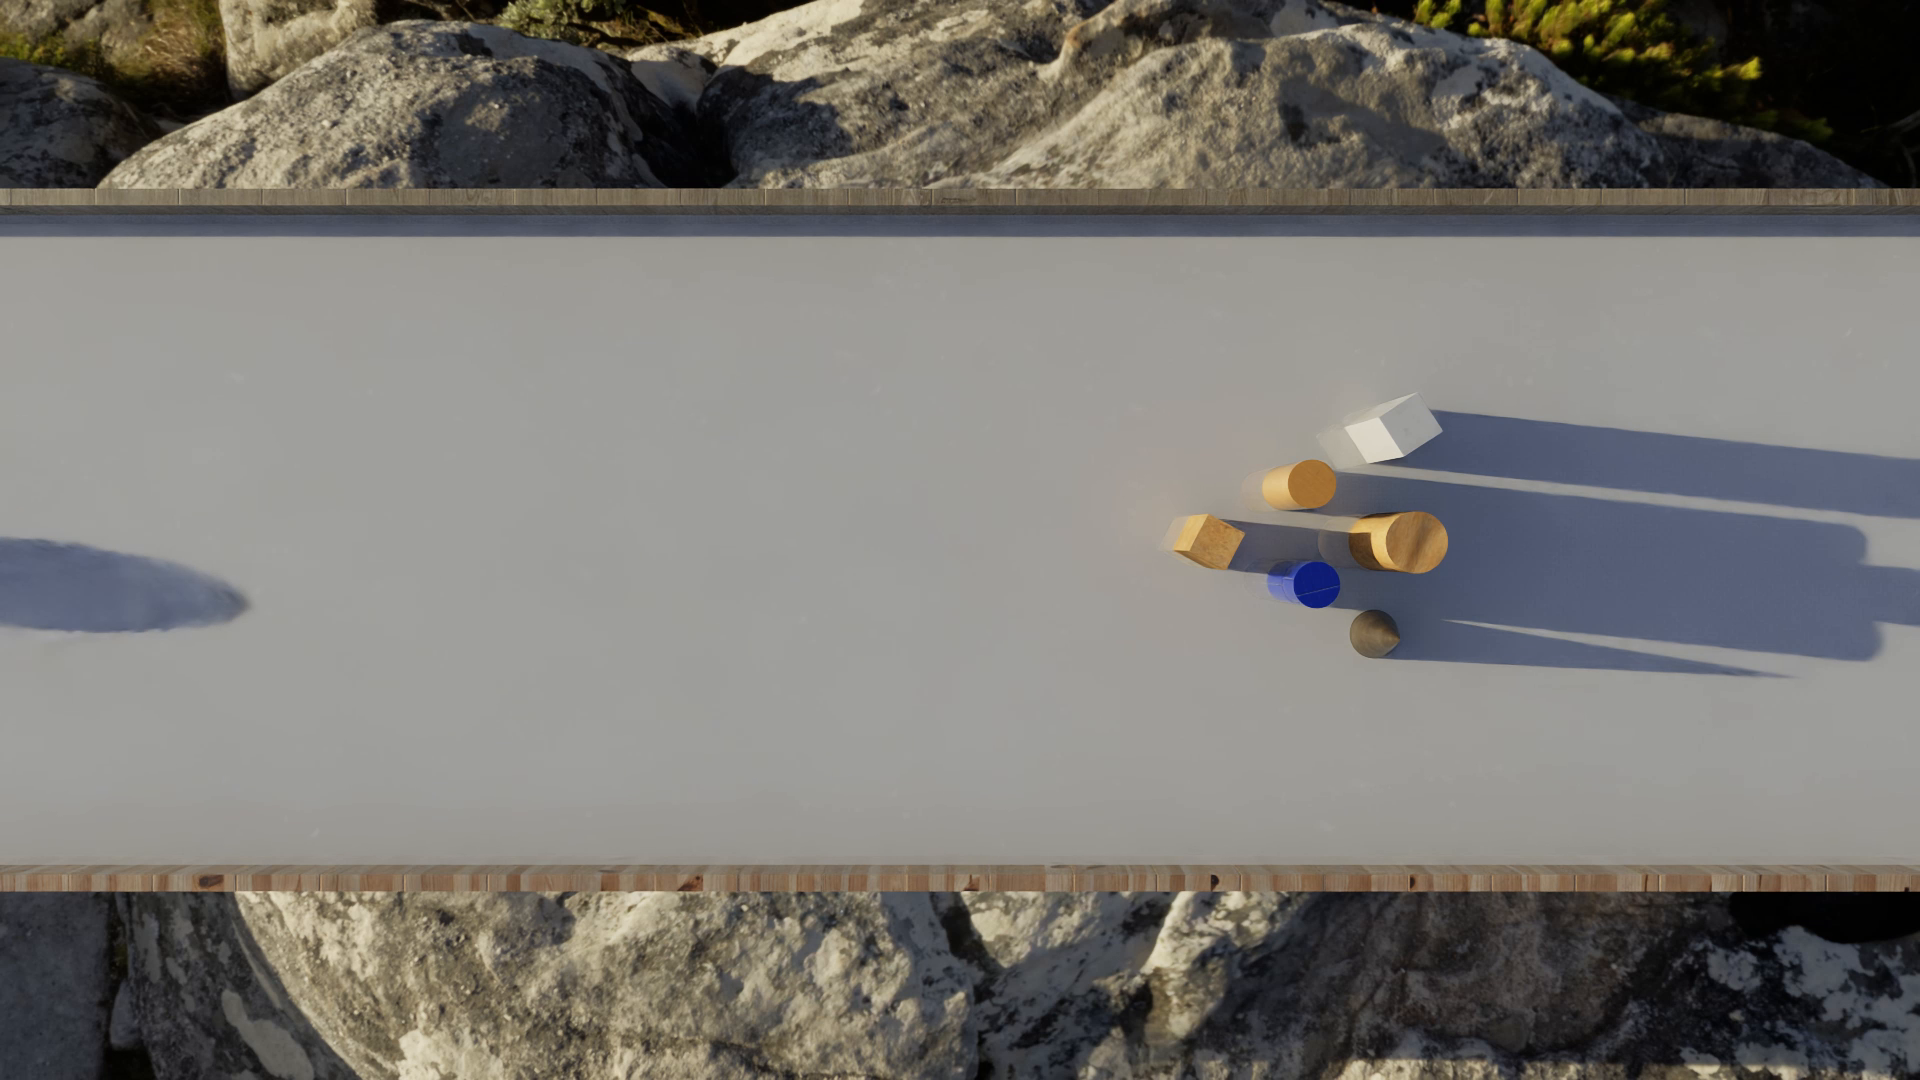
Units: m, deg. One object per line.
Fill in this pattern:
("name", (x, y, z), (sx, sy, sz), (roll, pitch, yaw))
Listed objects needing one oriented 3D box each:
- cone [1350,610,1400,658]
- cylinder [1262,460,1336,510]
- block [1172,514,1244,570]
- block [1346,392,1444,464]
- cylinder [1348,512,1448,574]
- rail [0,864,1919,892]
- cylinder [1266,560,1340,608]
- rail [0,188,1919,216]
("cone", (1.274, 0.289, 4.920), (0.150, 0.312, 0.150), (0, 90, 0))
("cylinder", (0.999, -0.159, 4.878), (0.139, 0.397, 0.139), (0, 90, 0))
("block", (0.734, 0.006, 4.890), (0.119, 0.374, 0.119), (28, 90, 0))
("block", (1.275, -0.327, 4.870), (0.132, 0.413, 0.132), (-33, 90, 0))
("cylinder", (1.284, 0.006, 4.856), (0.176, 0.441, 0.176), (0, 90, 0))
("rail", (-2.247, 1.025, 5.001), (12.000, 0.150, 0.050), (0, 90, 0))
("cylinder", (1.010, 0.127, 4.873), (0.133, 0.406, 0.133), (0, 90, 0))
("rail", (-2.247, -1.025, 5.002), (12.000, 0.150, 0.050), (0, 90, 0))
